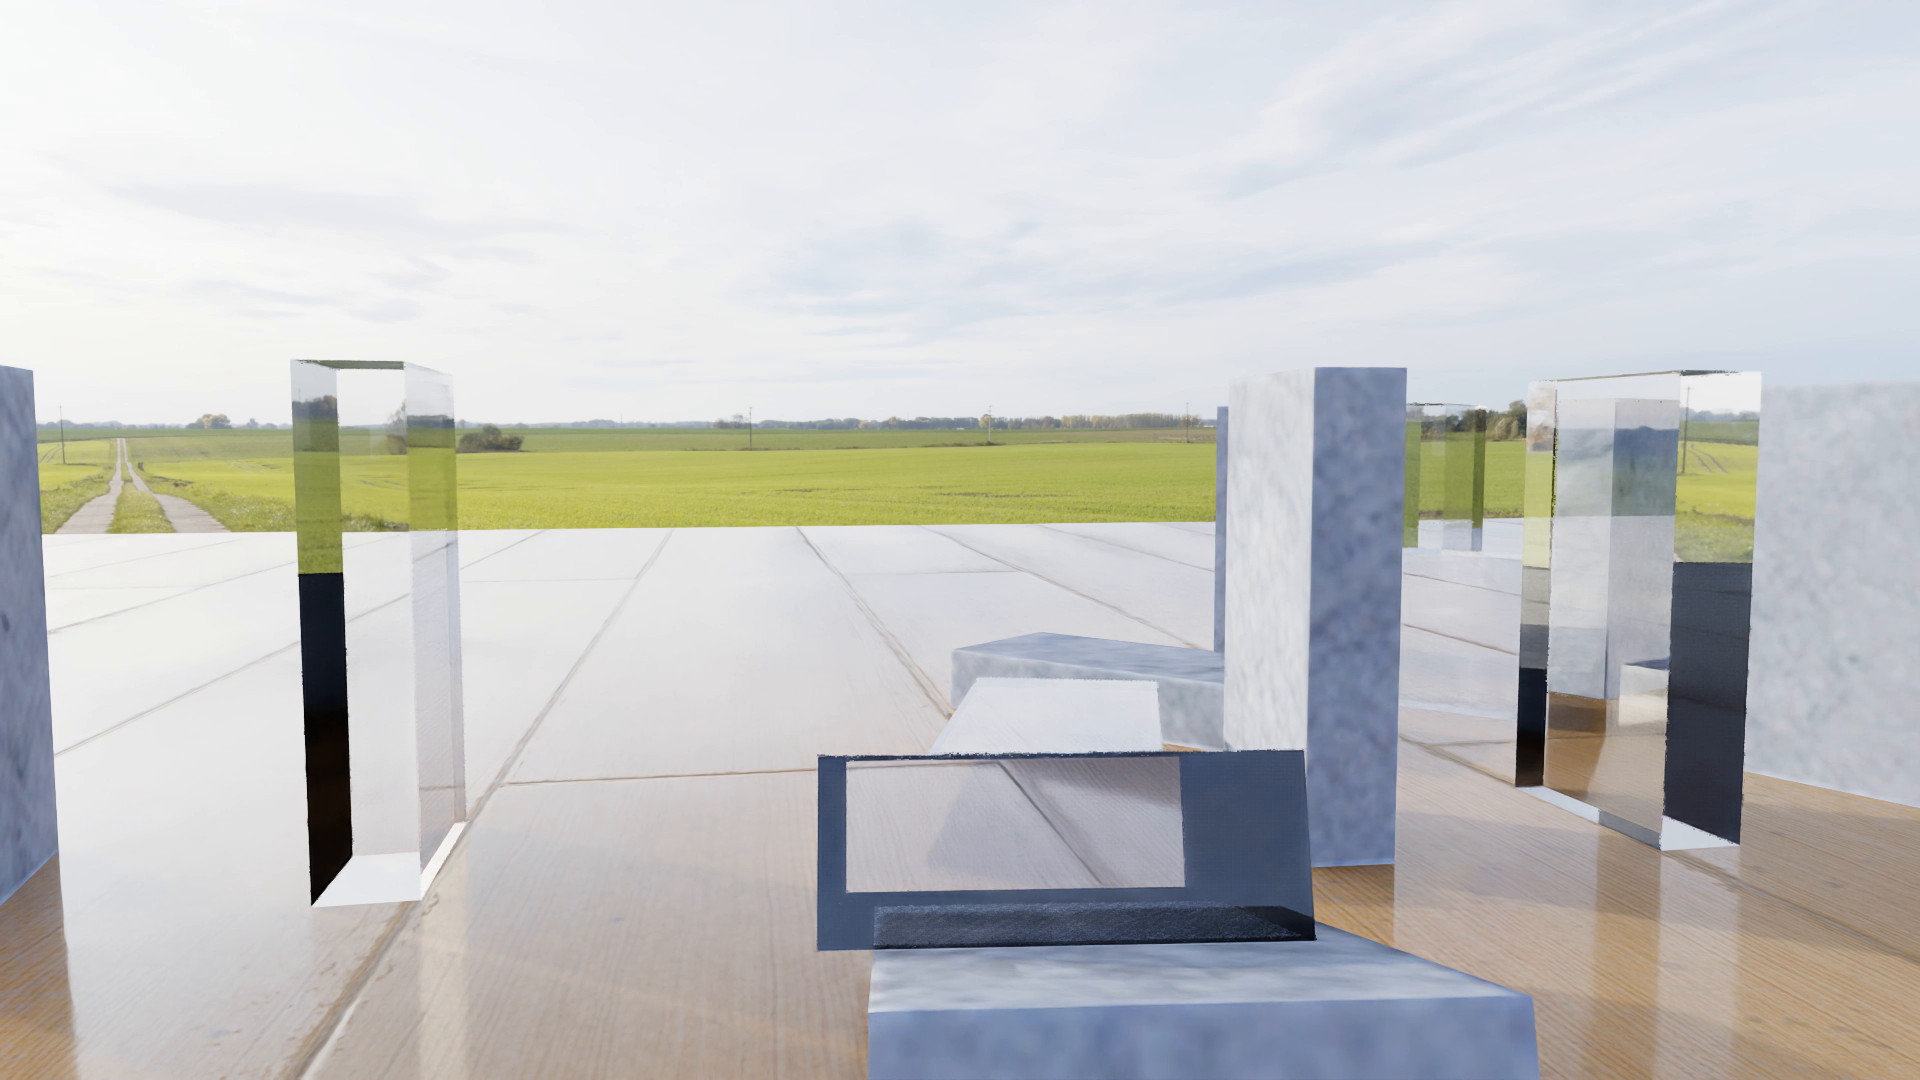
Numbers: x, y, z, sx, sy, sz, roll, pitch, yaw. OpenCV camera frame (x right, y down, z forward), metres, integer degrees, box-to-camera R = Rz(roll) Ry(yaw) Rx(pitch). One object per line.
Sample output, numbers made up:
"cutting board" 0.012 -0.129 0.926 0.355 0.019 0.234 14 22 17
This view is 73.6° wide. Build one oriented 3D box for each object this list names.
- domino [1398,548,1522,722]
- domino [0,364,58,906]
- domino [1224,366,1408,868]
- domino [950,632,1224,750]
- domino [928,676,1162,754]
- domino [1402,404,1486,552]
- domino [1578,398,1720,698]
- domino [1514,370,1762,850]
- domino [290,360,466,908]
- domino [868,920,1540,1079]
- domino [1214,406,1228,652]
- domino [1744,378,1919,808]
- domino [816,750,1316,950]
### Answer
"domino" 0.070 0.014 0.215 0.050 0.025 0.009 4 6 39
"domino" -0.095 0.009 0.119 0.009 0.050 0.025 -2 5 -20
"domino" 0.038 0.007 0.140 0.009 0.050 0.025 -1 4 -7
"domino" 0.026 0.023 0.201 0.050 0.010 0.025 3 5 38
"domino" 0.012 0.026 0.156 0.025 0.009 0.050 1 4 8
"domino" 0.094 -0.001 0.251 0.009 0.050 0.025 3 5 38
"domino" 0.120 0.001 0.224 0.025 0.050 0.010 -3 5 -34
"domino" 0.076 0.007 0.146 0.009 0.050 0.025 -1 4 -11
"domino" -0.058 0.008 0.129 0.009 0.050 0.025 -1 4 -12
"domino" 0.008 0.026 0.071 0.025 0.009 0.050 0 -10 -3
"domino" 0.060 -0.003 0.270 0.009 0.050 0.025 2 5 19
"domino" 0.112 0.006 0.158 0.010 0.050 0.025 -3 5 -31
"domino" 0.004 0.020 0.089 0.025 0.009 0.050 0 -10 -2
